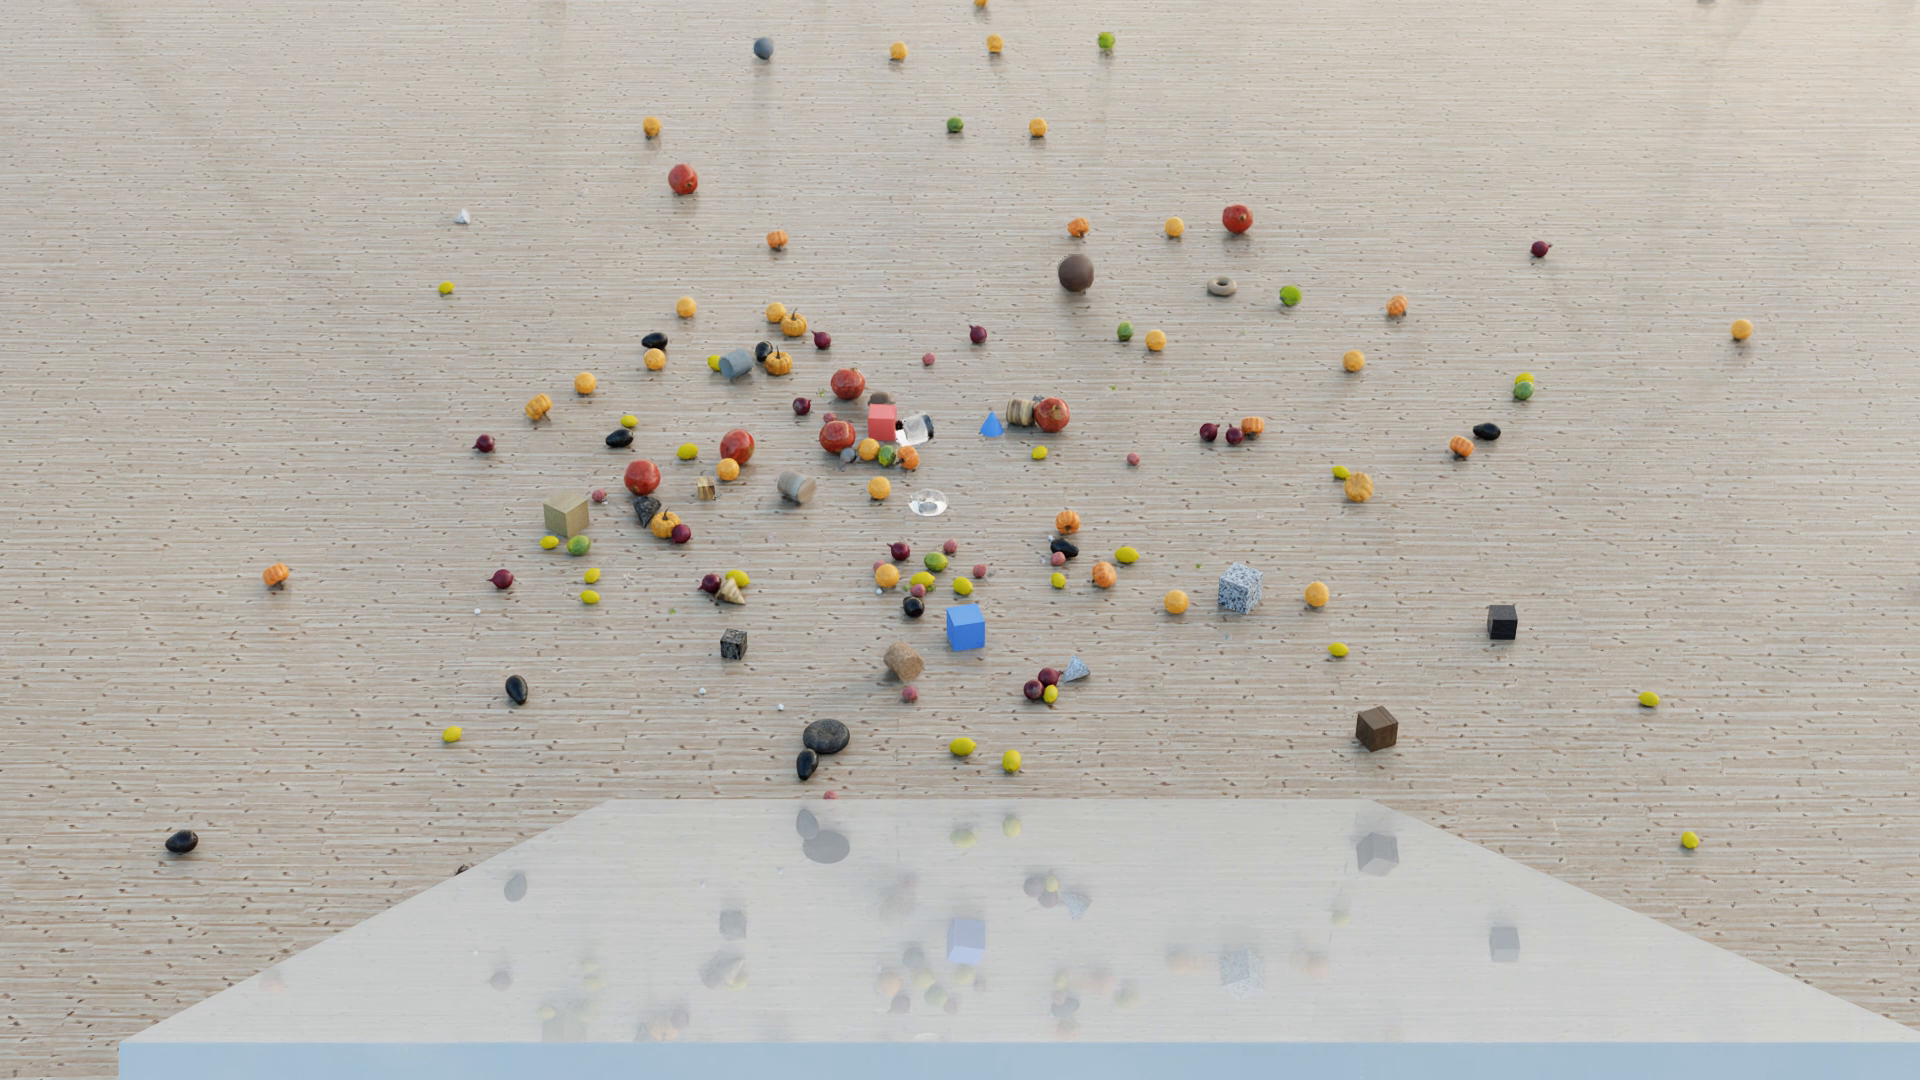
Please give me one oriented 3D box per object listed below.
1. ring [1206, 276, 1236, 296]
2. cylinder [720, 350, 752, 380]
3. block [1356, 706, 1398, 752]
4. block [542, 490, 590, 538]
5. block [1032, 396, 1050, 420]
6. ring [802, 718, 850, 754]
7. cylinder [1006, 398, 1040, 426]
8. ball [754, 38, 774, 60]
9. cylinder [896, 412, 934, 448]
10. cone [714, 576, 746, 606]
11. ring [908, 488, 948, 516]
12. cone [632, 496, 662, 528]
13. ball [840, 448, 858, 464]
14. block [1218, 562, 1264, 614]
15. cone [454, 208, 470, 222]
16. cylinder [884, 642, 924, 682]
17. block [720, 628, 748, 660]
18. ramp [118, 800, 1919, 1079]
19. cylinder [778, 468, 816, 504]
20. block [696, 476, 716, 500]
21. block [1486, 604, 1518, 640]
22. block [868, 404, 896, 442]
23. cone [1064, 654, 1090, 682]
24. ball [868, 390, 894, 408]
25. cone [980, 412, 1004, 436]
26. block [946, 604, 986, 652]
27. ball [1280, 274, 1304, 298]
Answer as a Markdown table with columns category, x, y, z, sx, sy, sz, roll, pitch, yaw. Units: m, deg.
| category | x | y | z | sx | sy | sz | roll | pitch | yaw |
| --- | --- | --- | --- | --- | --- | --- | --- | --- | --- |
| ring | 0.927 | -0.899 | 9.192 | 0.106 | 0.035 | 0.106 | 1 | 36 | -1 |
| cylinder | -0.751 | -0.588 | 8.715 | 0.078 | 0.078 | 0.078 | -28 | 44 | -33 |
| block | 1.147 | 0.520 | 7.145 | 0.080 | 0.080 | 0.080 | -15 | 38 | -20 |
| block | -1.209 | -0.080 | 7.981 | 0.095 | 0.095 | 0.095 | 23 | 41 | 29 |
| block | 0.261 | -0.434 | 8.520 | 0.052 | 0.052 | 0.052 | 11 | 37 | 15 |
| ring | -0.368 | 0.541 | 7.148 | 0.131 | 0.044 | 0.131 | -1 | 35 | 1 |
| cylinder | 0.202 | -0.417 | 8.468 | 0.083 | 0.083 | 0.083 | 5 | 34 | 26 |
| ball | -0.813 | -2.034 | 10.754 | 0.086 | 0.086 | 0.086 | 0 | 35 | 0 |
| cylinder | -0.146 | -0.354 | 8.371 | 0.092 | 0.092 | 0.092 | -17 | 39 | -23 |
| cone | -0.665 | 0.166 | 7.682 | 0.085 | 0.085 | 0.085 | 41 | 45 | 6 |
| ring | -0.098 | -0.117 | 8.080 | 0.123 | 0.041 | 0.123 | 0 | 34 | 0 |
| cone | -0.971 | -0.073 | 8.018 | 0.090 | 0.090 | 0.090 | 1 | 62 | 2 |
| ball | -0.355 | -0.270 | 8.286 | 0.053 | 0.053 | 0.053 | 0 | 35 | 0 |
| block | 0.828 | 0.142 | 7.666 | 0.096 | 0.096 | 0.096 | 21 | 40 | 27 |
| cone | -1.852 | -1.189 | 9.610 | 0.057 | 0.057 | 0.057 | -21 | 31 | 17 |
| cylinder | -0.161 | 0.346 | 7.389 | 0.082 | 0.082 | 0.082 | -20 | 40 | -26 |
| block | -0.650 | 0.300 | 7.473 | 0.060 | 0.060 | 0.060 | 9 | 36 | 13 |
| ramp | 0.078 | 0.667 | 4.845 | 2.000 | 0.100 | 4.000 | 0 | -2 | 0 |
| cylinder | -0.511 | -0.168 | 8.115 | 0.085 | 0.085 | 0.085 | 24 | 42 | 30 |
| block | -0.796 | -0.162 | 8.135 | 0.051 | 0.051 | 0.051 | -6 | 36 | -9 |
| block | 1.576 | 0.239 | 7.550 | 0.072 | 0.072 | 0.072 | 1 | 35 | 1 |
| block | -0.251 | -0.380 | 8.415 | 0.085 | 0.085 | 0.085 | 3 | 35 | 4 |
| cone | 0.317 | 0.380 | 7.383 | 0.078 | 0.078 | 0.078 | -48 | 51 | -10 |
| ball | -0.258 | -0.447 | 8.509 | 0.086 | 0.086 | 0.086 | 0 | 35 | 0 |
| cone | 0.104 | -0.388 | 8.433 | 0.077 | 0.077 | 0.077 | 0 | 35 | 0 |
| block | 0.016 | 0.252 | 7.514 | 0.091 | 0.091 | 0.091 | -8 | 36 | -12 |
| ball | 1.166 | -0.890 | 9.110 | 0.085 | 0.085 | 0.085 | 0 | 35 | 0 |
